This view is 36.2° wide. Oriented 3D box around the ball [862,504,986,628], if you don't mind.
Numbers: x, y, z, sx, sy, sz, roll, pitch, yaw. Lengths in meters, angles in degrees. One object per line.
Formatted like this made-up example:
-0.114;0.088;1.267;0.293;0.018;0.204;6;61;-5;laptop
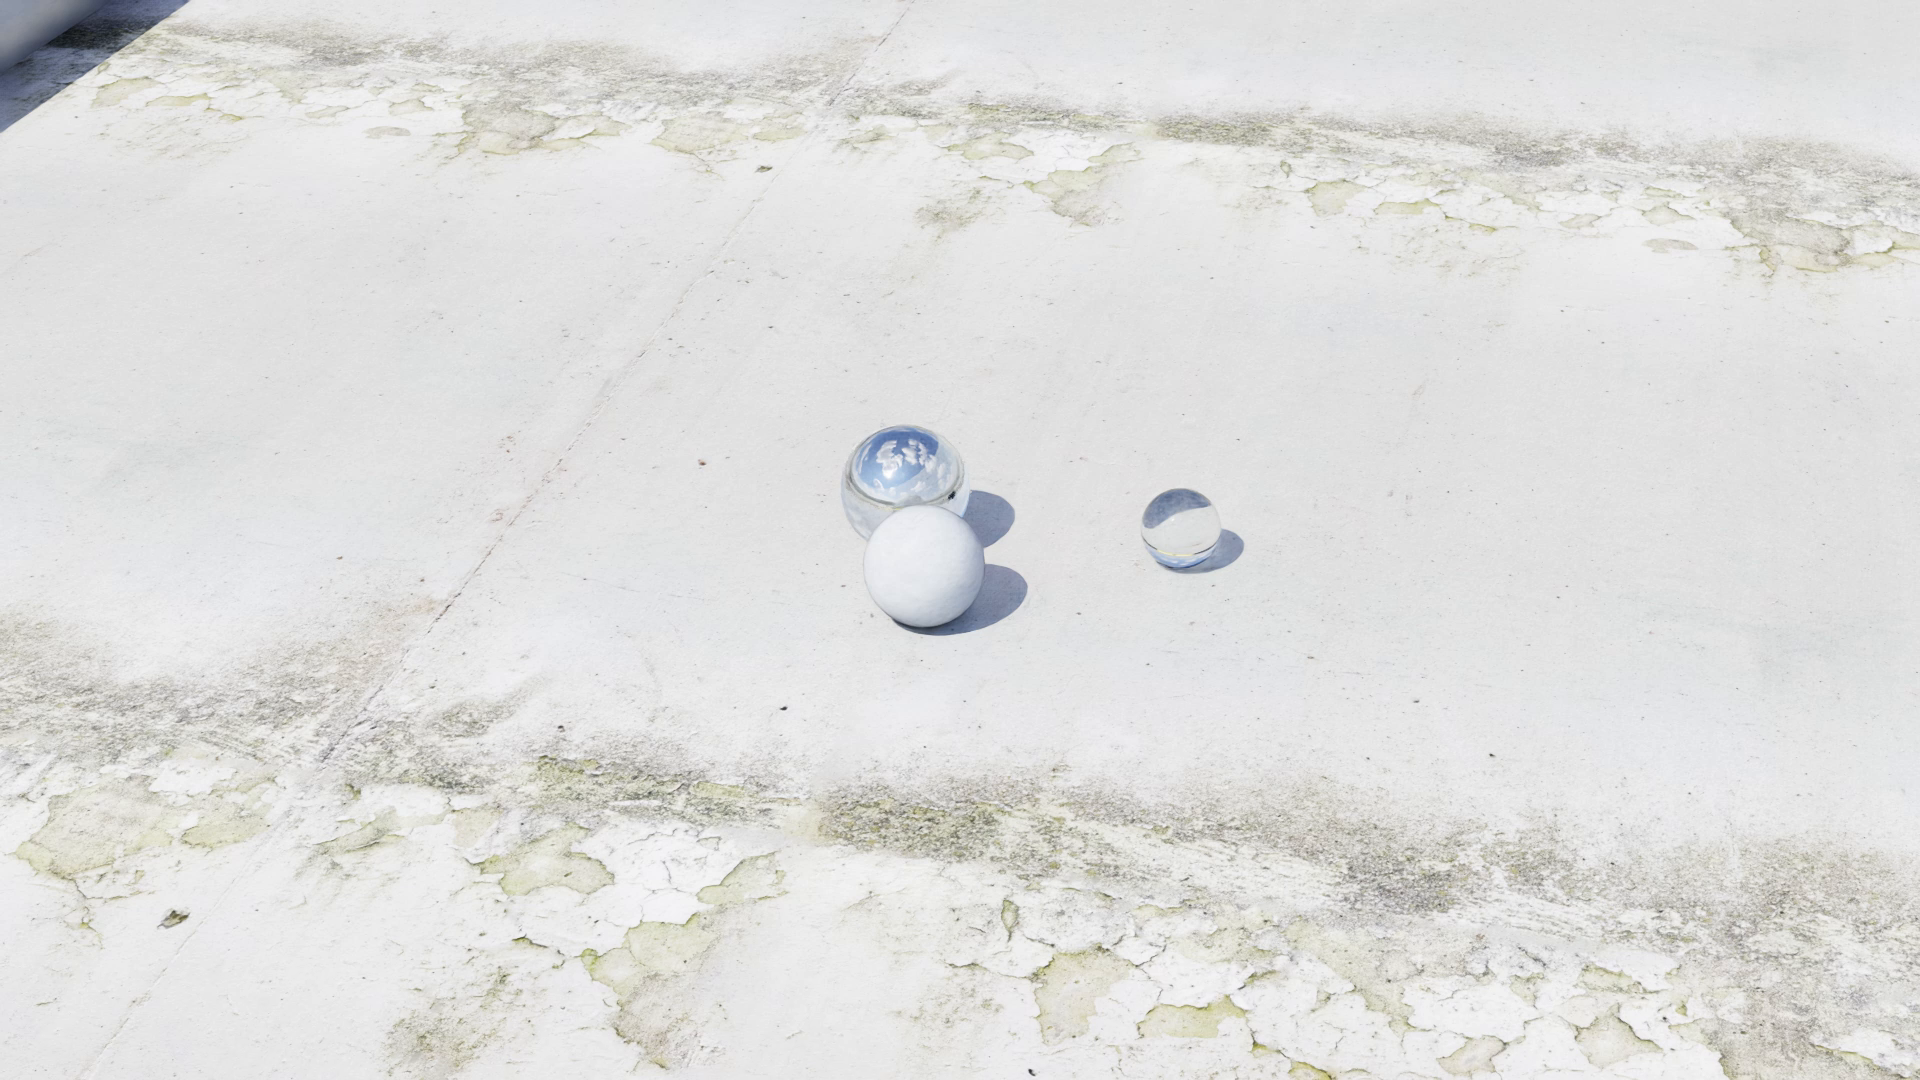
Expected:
-0.020;0.015;1.656;0.069;0.069;0.069;0;29;0;ball

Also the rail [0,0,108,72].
-0.725;-0.559;2.642;0.045;0.119;3.645;6;30;12;rail

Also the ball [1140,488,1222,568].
0.129;-0.007;1.718;0.047;0.047;0.047;0;29;0;ball

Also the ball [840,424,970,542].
-0.032;-0.030;1.729;0.077;0.077;0.077;0;29;0;ball
